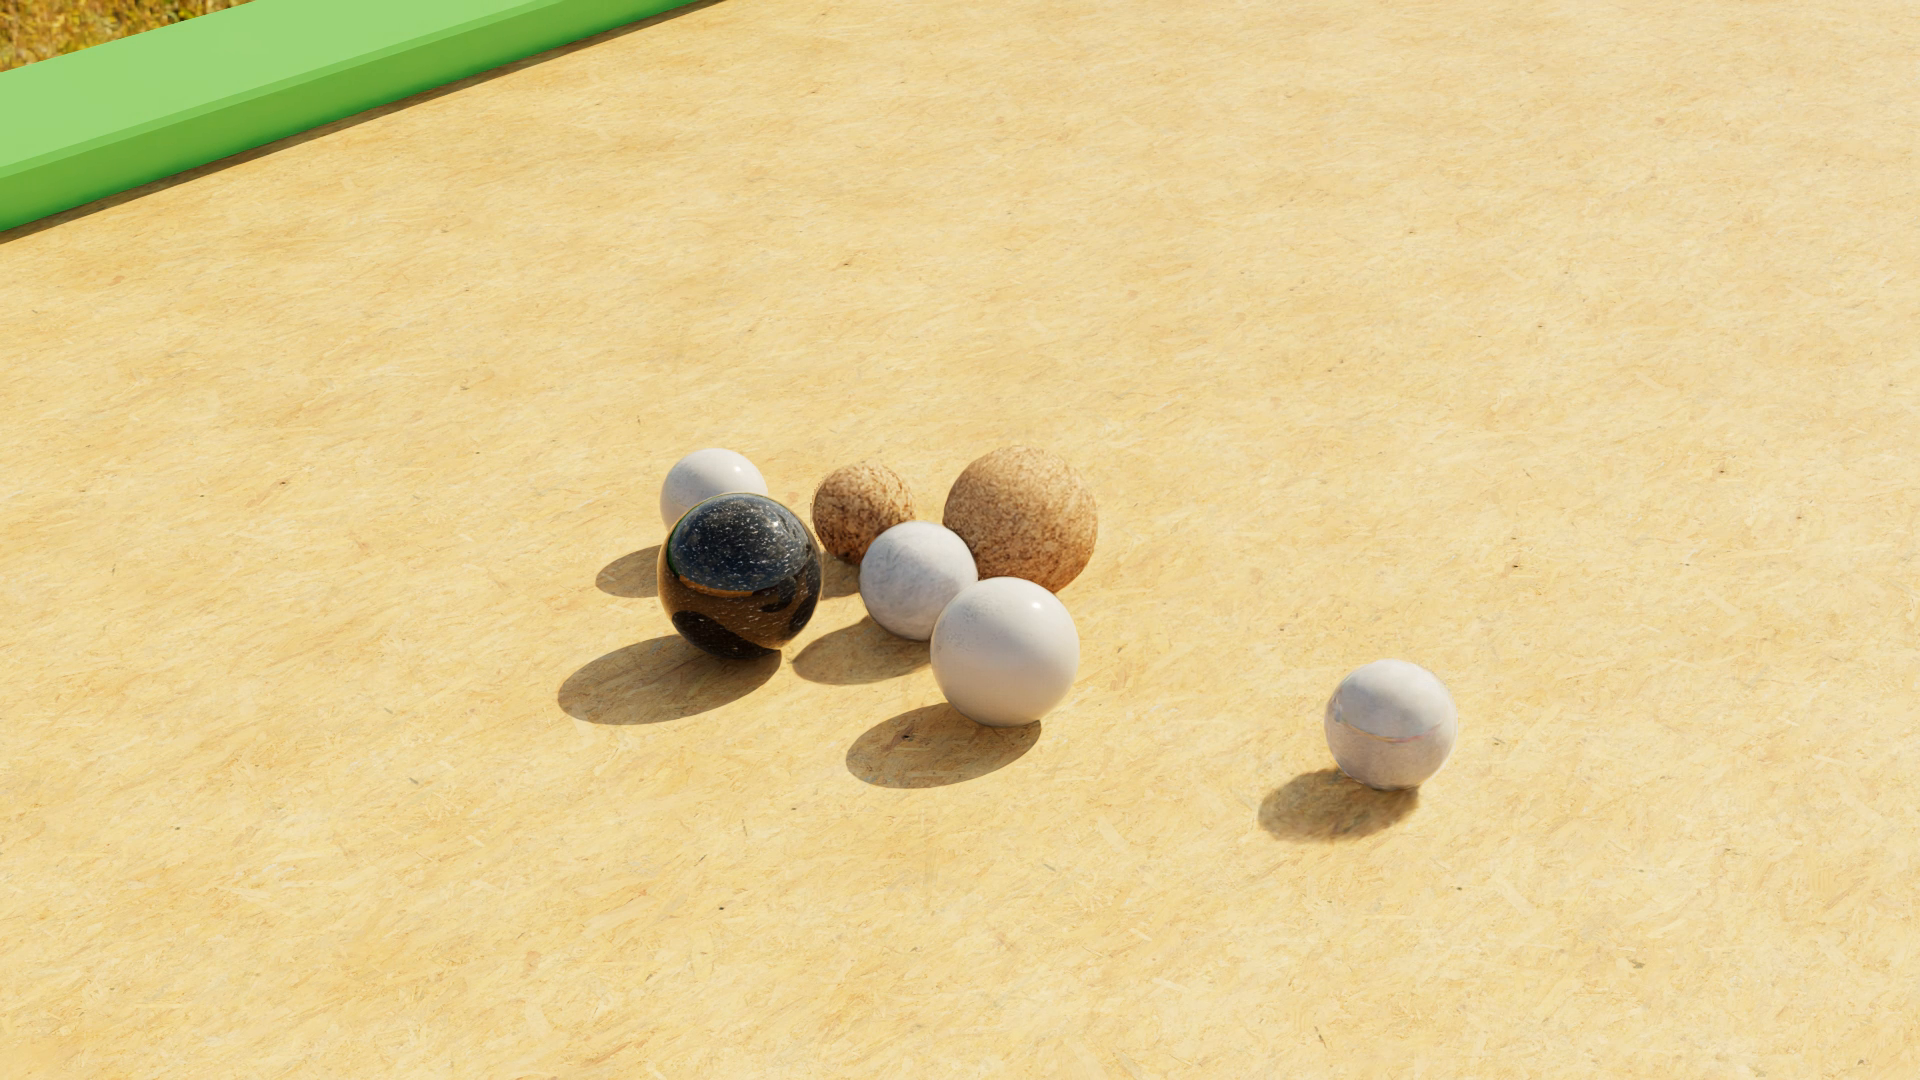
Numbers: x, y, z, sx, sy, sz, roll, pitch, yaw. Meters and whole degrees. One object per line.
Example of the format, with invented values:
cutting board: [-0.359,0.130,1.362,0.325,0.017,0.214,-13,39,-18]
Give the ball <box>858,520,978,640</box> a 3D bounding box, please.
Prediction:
ball: [-0.025,0.024,1.771,0.072,0.072,0.072,0,25,0]

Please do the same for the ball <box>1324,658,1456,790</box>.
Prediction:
ball: [0.235,0.101,1.607,0.072,0.072,0.072,0,25,0]

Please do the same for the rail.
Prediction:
rail: [-0.319,-0.595,3.025,0.045,0.129,3.709,16,30,31]

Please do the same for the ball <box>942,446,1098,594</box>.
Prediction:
ball: [0.037,-0.010,1.816,0.096,0.096,0.096,0,25,0]

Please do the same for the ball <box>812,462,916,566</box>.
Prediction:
ball: [-0.061,-0.017,1.865,0.066,0.066,0.066,0,25,0]

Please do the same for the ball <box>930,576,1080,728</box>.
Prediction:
ball: [0.026,0.064,1.670,0.086,0.086,0.086,0,25,0]

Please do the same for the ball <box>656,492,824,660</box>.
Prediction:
ball: [-0.130,0.021,1.745,0.100,0.100,0.100,0,25,0]

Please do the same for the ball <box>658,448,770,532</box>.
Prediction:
ball: [-0.157,-0.024,1.875,0.070,0.070,0.070,0,25,0]
